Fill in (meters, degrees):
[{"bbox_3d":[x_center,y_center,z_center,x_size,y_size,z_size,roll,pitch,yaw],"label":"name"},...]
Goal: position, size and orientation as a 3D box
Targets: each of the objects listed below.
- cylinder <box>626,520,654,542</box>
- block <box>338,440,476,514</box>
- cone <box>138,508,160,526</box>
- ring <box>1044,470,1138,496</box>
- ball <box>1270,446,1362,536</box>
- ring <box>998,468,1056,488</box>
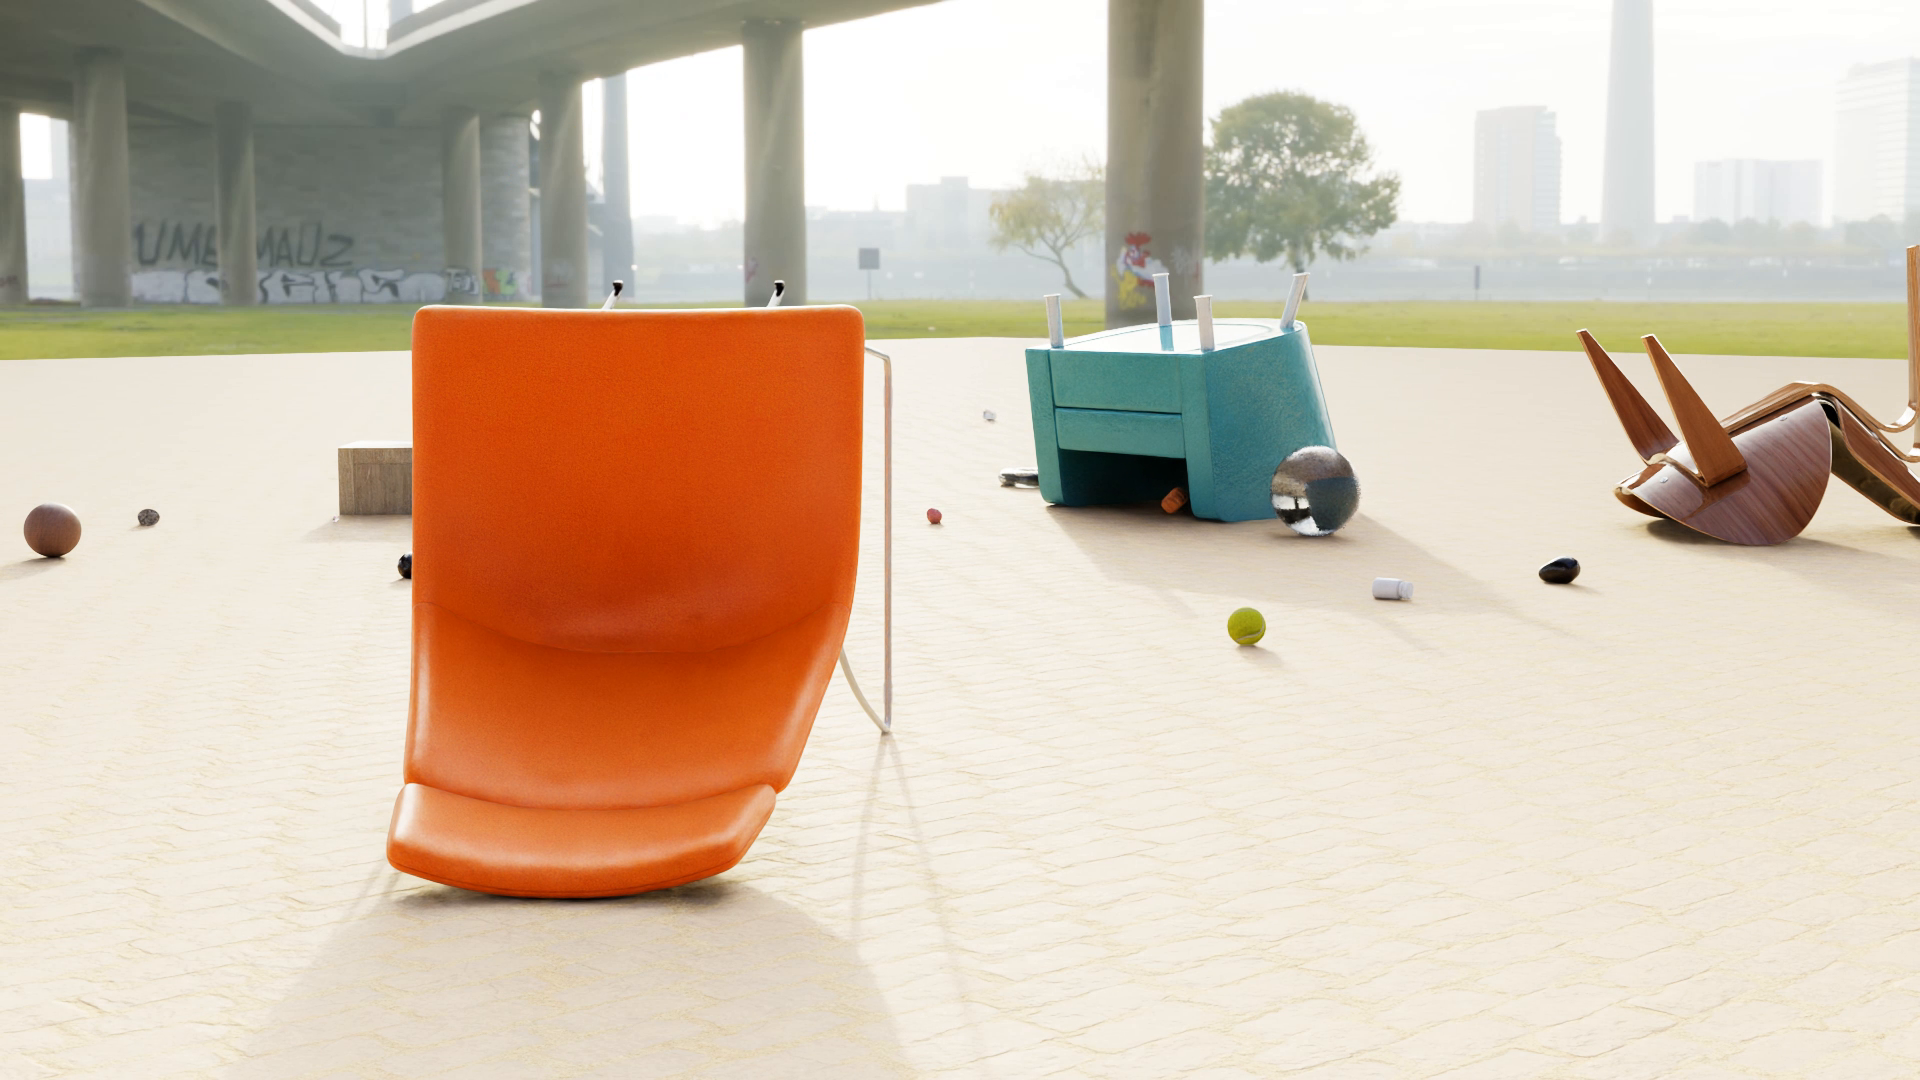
[{"bbox_3d":[-0.799,-0.024,6.398,0.057,0.049,0.087,-18,5,4],"label":"cylinder"},{"bbox_3d":[-1.557,-0.178,7.237,0.329,0.186,0.313,0,6,-3],"label":"block"},{"bbox_3d":[-2.165,-0.052,6.808,0.062,0.047,0.063,-8,-11,-40],"label":"cone"},{"bbox_3d":[0.400,-0.174,7.822,0.272,0.059,0.347,-2,6,-22],"label":"ring"},{"bbox_3d":[0.900,-0.124,6.495,0.229,0.229,0.229,0,6,0],"label":"ball"},{"bbox_3d":[0.218,-0.197,8.074,0.181,0.052,0.276,-3,6,-21],"label":"ring"}]
